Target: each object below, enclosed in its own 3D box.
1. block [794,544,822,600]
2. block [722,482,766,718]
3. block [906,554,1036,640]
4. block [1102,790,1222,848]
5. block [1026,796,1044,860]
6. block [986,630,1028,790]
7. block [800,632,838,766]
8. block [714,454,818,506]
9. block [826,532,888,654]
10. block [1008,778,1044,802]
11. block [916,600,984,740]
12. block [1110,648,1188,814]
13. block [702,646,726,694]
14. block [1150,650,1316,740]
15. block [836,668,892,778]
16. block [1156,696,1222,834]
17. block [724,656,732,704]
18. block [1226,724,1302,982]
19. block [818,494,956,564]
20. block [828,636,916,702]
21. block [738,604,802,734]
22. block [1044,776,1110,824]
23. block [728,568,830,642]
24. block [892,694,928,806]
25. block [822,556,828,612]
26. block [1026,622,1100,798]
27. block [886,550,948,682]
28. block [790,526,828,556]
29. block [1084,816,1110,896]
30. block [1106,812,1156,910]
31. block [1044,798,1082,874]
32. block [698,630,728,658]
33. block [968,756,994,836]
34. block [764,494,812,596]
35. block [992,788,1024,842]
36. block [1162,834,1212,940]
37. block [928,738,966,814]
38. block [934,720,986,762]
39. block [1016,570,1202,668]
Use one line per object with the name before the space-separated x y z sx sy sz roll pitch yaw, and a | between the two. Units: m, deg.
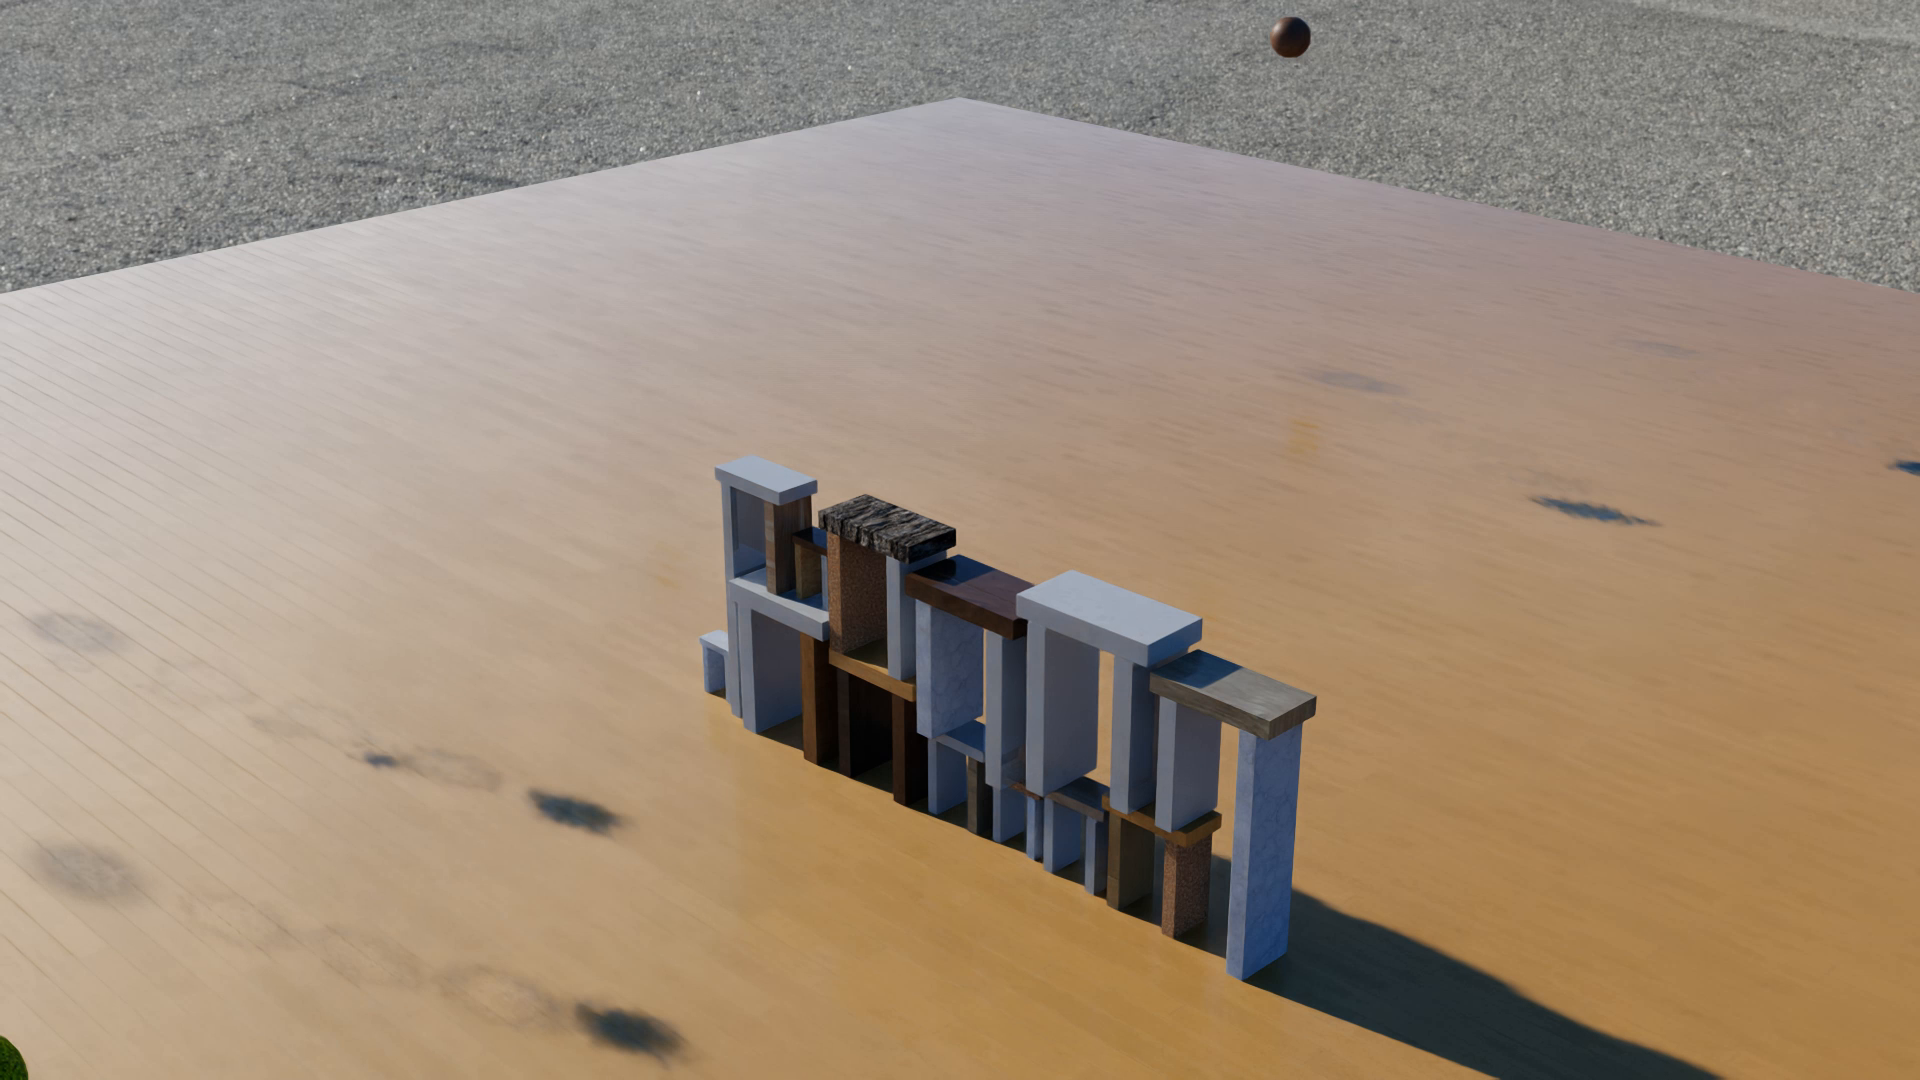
block | -0.314 0.058 4.594 0.017 0.123 0.062 21 31 41
block | -0.457 0.121 4.772 0.030 0.550 0.104 21 31 41
block | 0.048 0.107 4.211 0.146 0.041 0.292 -21 31 -40
block | 0.369 0.497 4.036 0.202 0.029 0.101 21 31 41
block | 0.162 0.549 4.289 0.020 0.139 0.069 21 31 41
block | 0.115 0.304 4.219 0.041 0.328 0.146 21 31 40
block | -0.264 0.312 4.644 0.042 0.299 0.149 21 31 41
block | -0.408 -0.127 4.614 0.209 0.030 0.104 21 31 41
block | -0.208 0.090 4.491 0.037 0.261 0.130 21 31 41
block | 0.127 0.464 4.286 0.139 0.020 0.069 21 31 40
block | -0.019 0.234 4.340 0.041 0.292 0.146 21 31 40
block | 0.343 0.330 3.998 0.044 0.310 0.155 21 31 41
block | -0.550 0.282 4.949 0.016 0.115 0.058 21 31 41
block | 0.473 0.267 3.822 0.263 0.037 0.131 21 31 41
block | -0.197 0.362 4.590 0.035 0.247 0.124 21 31 41
block | 0.411 0.381 3.938 0.037 0.263 0.131 21 31 41
block | -0.495 0.303 4.899 0.016 0.115 0.058 21 31 41
block | 0.535 0.535 3.869 0.037 0.493 0.131 21 31 41
block | -0.146 -0.023 4.377 0.261 0.037 0.131 21 31 41
block | -0.138 0.255 4.482 0.247 0.035 0.124 21 31 41
block | -0.405 0.257 4.773 0.042 0.299 0.149 21 31 41
block | 0.235 0.484 4.173 0.163 0.023 0.081 20 30 39
block | -0.334 0.127 4.642 0.299 0.042 0.149 21 31 41
block | -0.080 0.408 4.483 0.035 0.248 0.124 21 31 41
block | -0.256 0.080 4.540 0.017 0.123 0.062 21 31 41
block | 0.194 0.294 4.137 0.044 0.354 0.155 21 31 40
block | -0.085 0.138 4.378 0.037 0.261 0.131 21 31 41
block | -0.285 0.004 4.539 0.123 0.017 0.062 21 31 41
block | 0.274 0.585 4.174 0.023 0.163 0.081 21 31 41
block | 0.322 0.585 4.124 0.029 0.202 0.101 21 31 41
block | 0.198 0.555 4.245 0.023 0.163 0.081 21 31 40
block | -0.522 0.232 4.898 0.115 0.016 0.058 21 31 41
block | 0.055 0.495 4.377 0.085 0.170 0.024 -21 31 -41
block | -0.359 0.002 4.615 0.030 0.209 0.104 21 31 41
block | 0.096 0.524 4.349 0.020 0.139 0.069 21 31 41
block | 0.417 0.622 4.037 0.029 0.202 0.101 21 31 41
block | -0.026 0.463 4.451 0.085 0.170 0.024 -21 31 -41
block | 0.015 0.390 4.376 0.085 0.024 0.170 -21 31 -41
block | 0.269 0.140 3.992 0.310 0.044 0.155 21 31 39
